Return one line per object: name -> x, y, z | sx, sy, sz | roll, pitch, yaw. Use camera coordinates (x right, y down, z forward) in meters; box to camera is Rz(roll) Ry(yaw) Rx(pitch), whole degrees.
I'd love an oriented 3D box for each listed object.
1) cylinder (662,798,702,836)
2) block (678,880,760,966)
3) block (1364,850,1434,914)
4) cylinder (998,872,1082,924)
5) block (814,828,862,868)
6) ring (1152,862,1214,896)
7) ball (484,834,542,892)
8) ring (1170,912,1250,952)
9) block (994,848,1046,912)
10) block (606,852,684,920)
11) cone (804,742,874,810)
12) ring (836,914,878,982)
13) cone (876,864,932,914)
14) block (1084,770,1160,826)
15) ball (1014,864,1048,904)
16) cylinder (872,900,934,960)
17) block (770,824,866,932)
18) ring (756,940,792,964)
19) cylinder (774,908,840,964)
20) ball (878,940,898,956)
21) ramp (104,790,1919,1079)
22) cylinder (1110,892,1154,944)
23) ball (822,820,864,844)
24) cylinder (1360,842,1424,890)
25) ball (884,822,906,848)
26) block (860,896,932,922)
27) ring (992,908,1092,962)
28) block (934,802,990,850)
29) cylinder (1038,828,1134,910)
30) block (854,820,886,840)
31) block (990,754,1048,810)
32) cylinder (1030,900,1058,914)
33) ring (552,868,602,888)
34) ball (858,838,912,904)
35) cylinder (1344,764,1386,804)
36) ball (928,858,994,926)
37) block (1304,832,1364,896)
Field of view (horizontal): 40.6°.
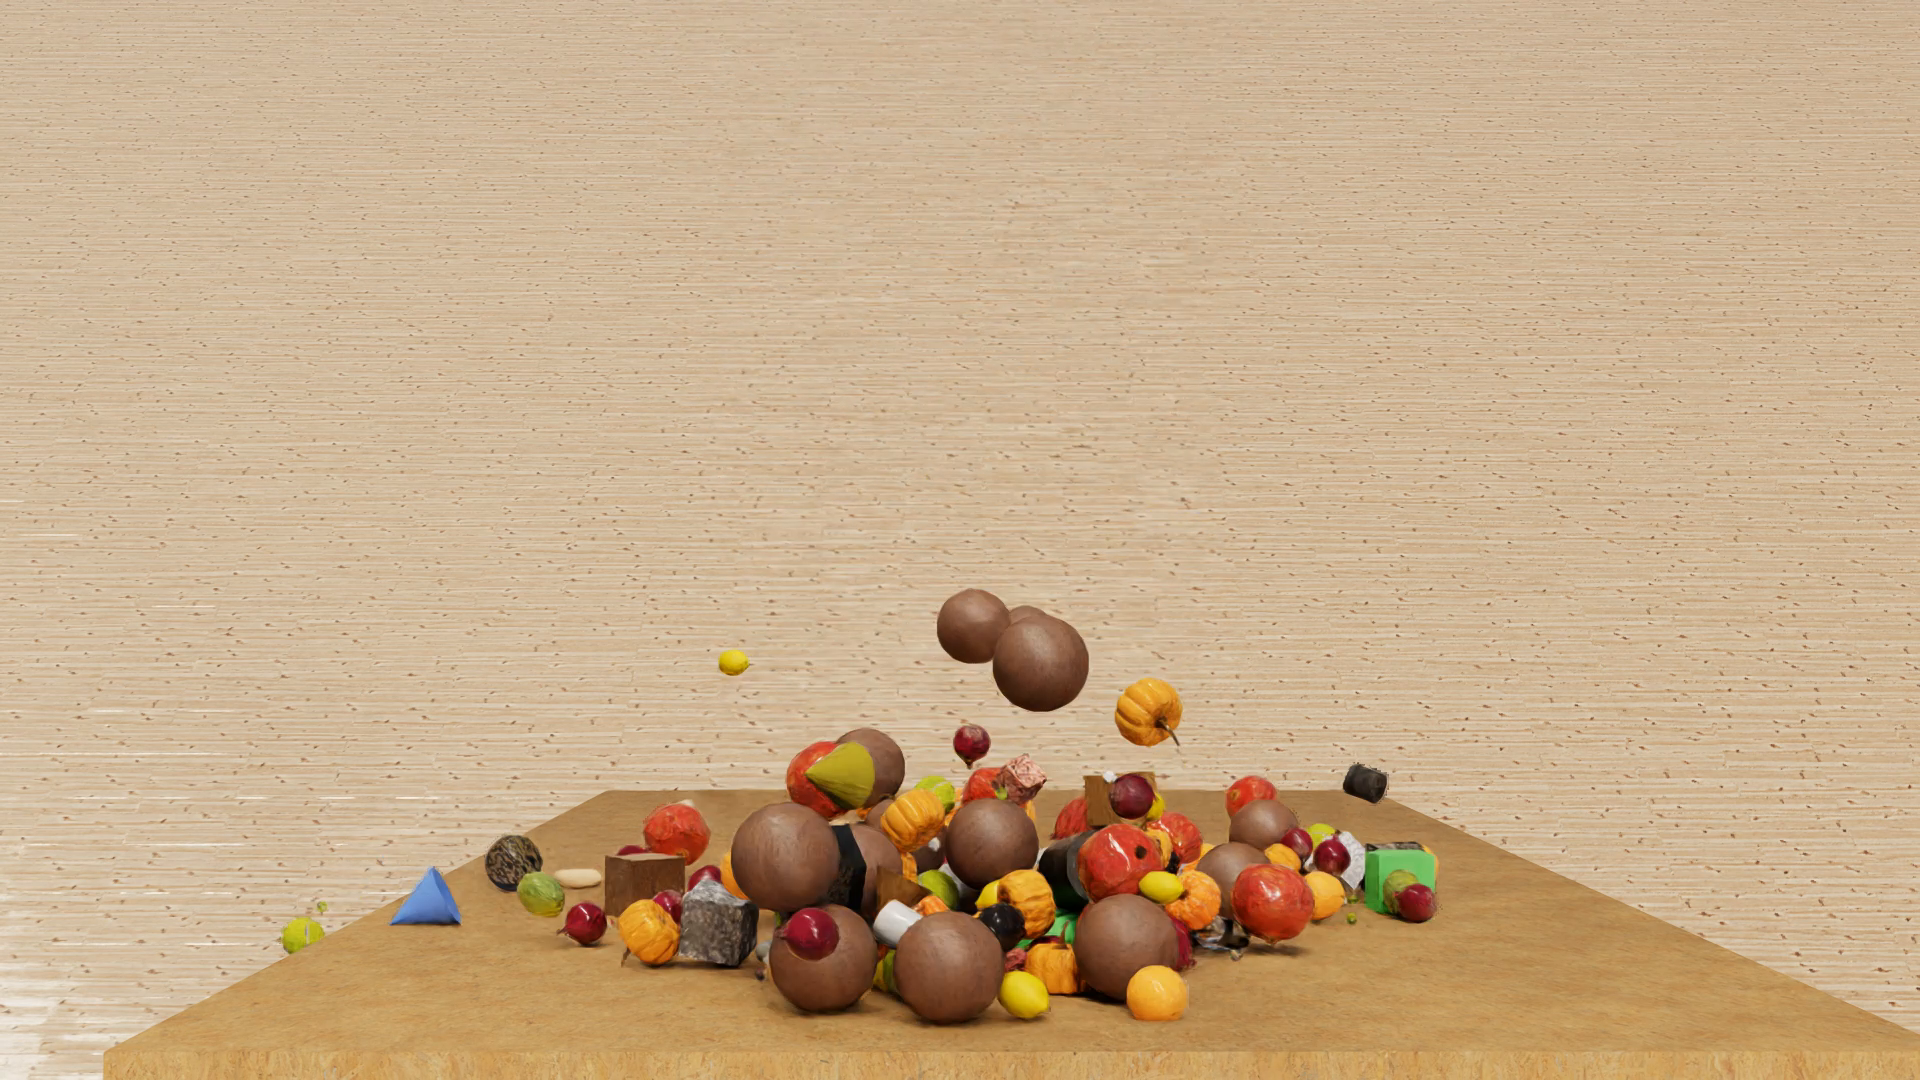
cylinder -> -0.583, 0.580, 5.441 | 0.062, 0.062, 0.062 | -24, 33, 9
block -> -0.321, 0.511, 3.466 | 0.082, 0.082, 0.082 | 7, 9, 11
block -> 0.697, 0.541, 4.118 | 0.089, 0.089, 0.089 | 0, -1, -6
cylinder -> 0.120, 0.532, 3.845 | 0.092, 0.092, 0.092 | 23, 9, 30
block -> -0.225, 0.568, 4.795 | 0.071, 0.071, 0.071 | 0, -2, 17
ring -> 0.367, 0.558, 4.271 | 0.106, 0.106, 0.035 | 12, 71, 17
ball -> -0.754, 0.546, 4.385 | 0.096, 0.096, 0.096 | 0, 34, 0
ring -> 0.349, 0.546, 3.619 | 0.113, 0.113, 0.038 | 10, 75, 14
block -> 0.115, 0.532, 4.063 | 0.094, 0.094, 0.094 | 1, -9, -20
block -> -0.490, 0.539, 4.041 | 0.091, 0.091, 0.091 | 1, -2, -34
cone -> -0.163, 0.285, 3.152 | 0.083, 0.083, 0.083 | 32, 15, 38
ring -> -0.129, 0.514, 3.269 | 0.029, 0.087, 0.087 | 22, 29, -19
cone -> -0.087, 0.464, 3.284 | 0.080, 0.080, 0.080 | 22, 83, 29
block -> 0.254, 0.408, 4.094 | 0.080, 0.080, 0.080 | 0, -7, -40
ball -> 0.106, 0.489, 3.688 | 0.056, 0.056, 0.056 | 0, 34, 0
cylinder -> -0.068, 0.467, 3.109 | 0.053, 0.053, 0.053 | 28, 43, 29
block -> -0.178, 0.421, 3.239 | 0.092, 0.092, 0.092 | 0, 28, -19
ring -> -0.240, 0.558, 3.523 | 0.077, 0.026, 0.077 | -2, 1, 0
cylinder -> -0.204, 0.508, 3.480 | 0.087, 0.087, 0.087 | -1, 50, -1
ball -> -0.093, 0.544, 3.567 | 0.054, 0.054, 0.054 | 0, 34, 0
ramp -> 0.075, 0.654, 4.798 | 2.000, 0.100, 4.000 | 0, -1, 0
cylinder -> 0.245, 0.539, 3.699 | 0.052, 0.052, 0.052 | -4, 37, -6
ball -> -0.183, 0.457, 3.887 | 0.079, 0.079, 0.079 | 0, 34, 0
cylinder -> 0.721, 0.548, 4.324 | 0.087, 0.087, 0.087 | 1, 32, -20
ball -> -0.138, 0.575, 4.973 | 0.067, 0.067, 0.067 | 0, 34, 0
block -> -0.090, 0.531, 3.673 | 0.080, 0.080, 0.080 | -1, -8, 17
ring -> 0.112, 0.535, 3.522 | 0.140, 0.047, 0.140 | -14, 1, 0
block -> 0.004, 0.569, 5.170 | 0.088, 0.088, 0.088 | -1, -2, 21
cylinder -> 0.169, 0.445, 3.500 | 0.099, 0.099, 0.099 | -17, -6, -24
block -> -0.181, 0.552, 4.676 | 0.075, 0.075, 0.075 | -16, -13, 22
block -> 0.093, 0.380, 4.092 | 0.054, 0.054, 0.054 | -22, 63, -45
cylinder -> 0.141, 0.511, 3.748 | 0.066, 0.066, 0.066 | 16, 2, 0
ring -> -0.657, 0.582, 4.459 | 0.084, 0.028, 0.084 | 1, -1, 0
ball -> -0.113, 0.459, 3.606 | 0.091, 0.091, 0.091 | 0, 34, 0
cylinder -> 0.788, 0.474, 5.047 | 0.060, 0.060, 0.060 | 18, 37, 38
ball -> 0.003, 0.495, 3.655 | 0.093, 0.093, 0.093 | 0, 34, 0
block -> 0.628, 0.536, 4.299 | 0.069, 0.069, 0.069 | 47, 60, -8
